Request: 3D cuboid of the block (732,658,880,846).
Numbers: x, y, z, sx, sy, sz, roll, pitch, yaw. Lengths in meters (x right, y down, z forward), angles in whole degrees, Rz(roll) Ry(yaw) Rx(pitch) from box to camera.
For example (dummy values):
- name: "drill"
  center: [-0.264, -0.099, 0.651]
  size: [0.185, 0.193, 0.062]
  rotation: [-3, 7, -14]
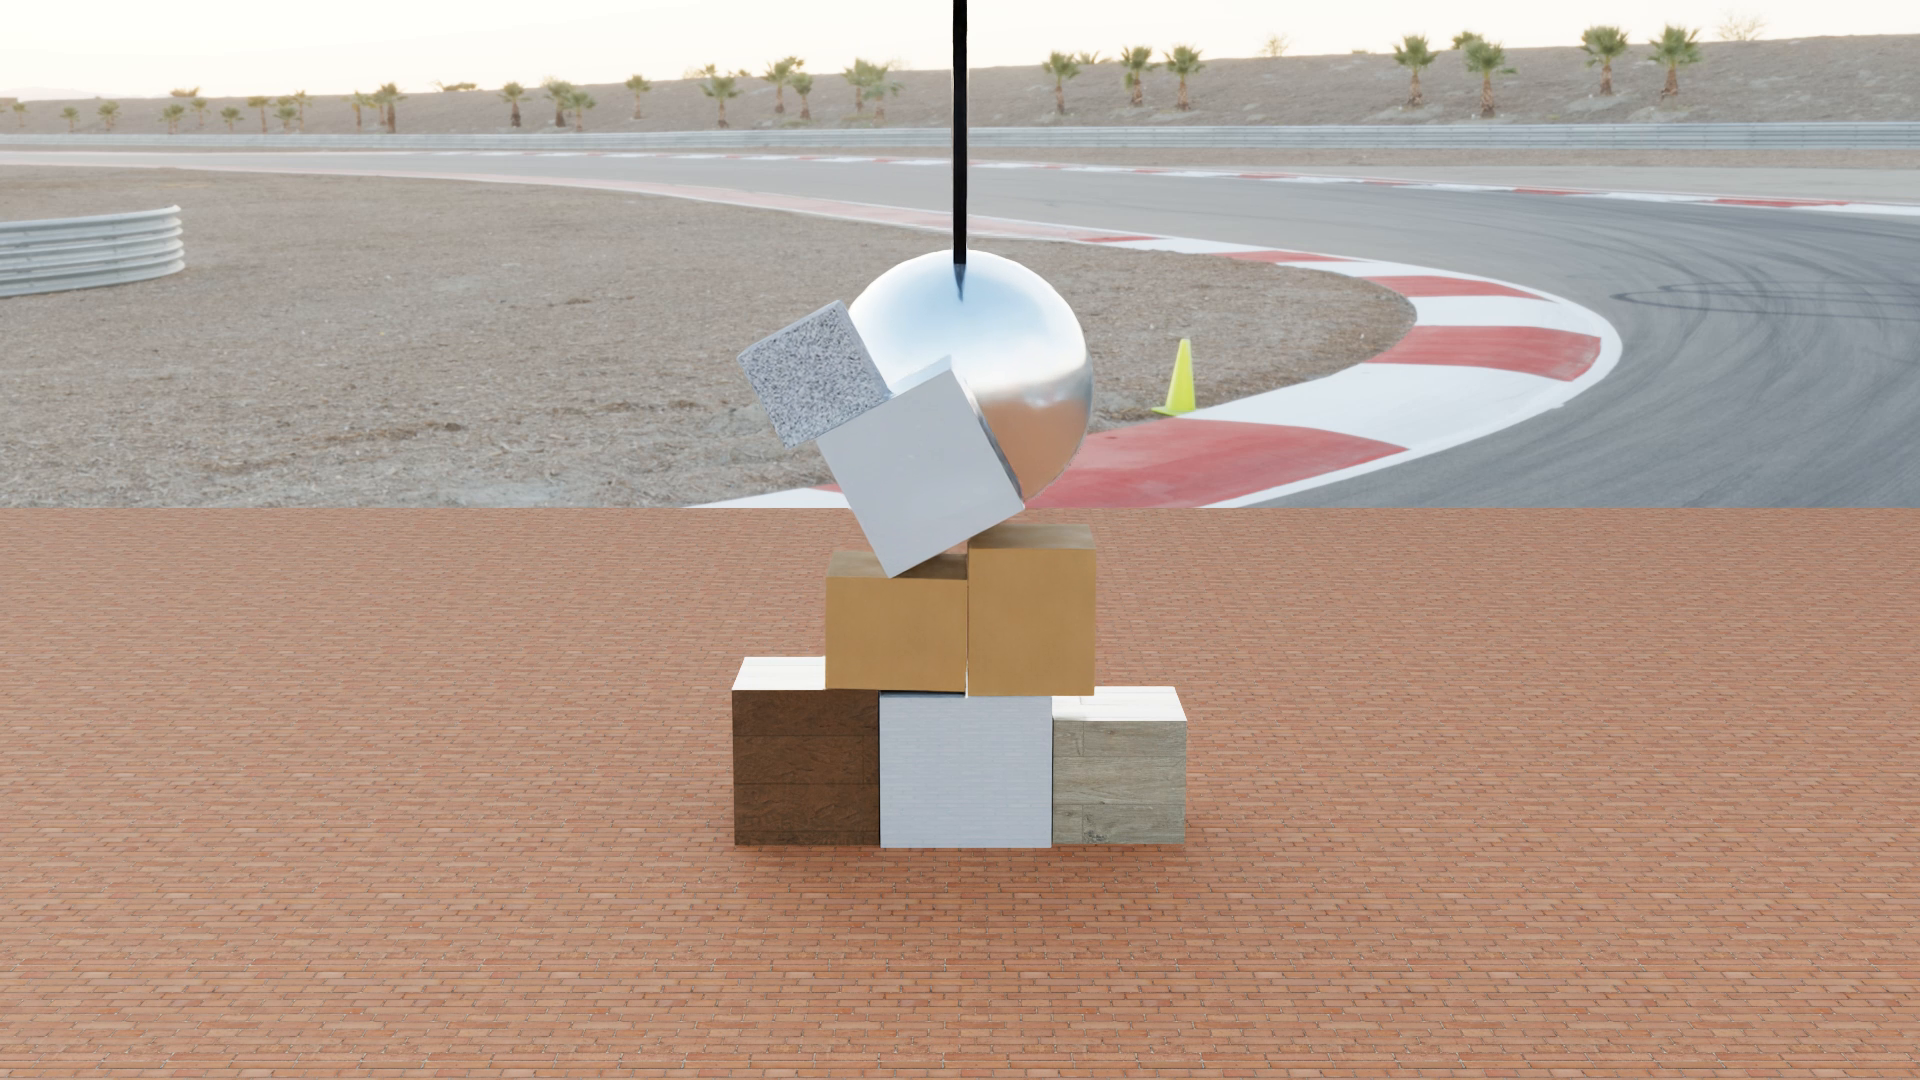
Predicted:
- name: "block"
  center: [-0.772, 1.080, 11.365]
  size: [0.728, 0.808, 0.702]
  rotation: [0, 10, 0]

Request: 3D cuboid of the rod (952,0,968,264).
- name: "rod"
  center: [0.000, -3.853, 11.393]
  size: [0.080, 5.200, 0.080]
  rotation: [0, 31, 0]

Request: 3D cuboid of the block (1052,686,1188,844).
- name: "block"
  center: [0.802, 1.158, 11.402]
  size: [0.668, 0.642, 0.693]
  rotation: [0, 10, 0]

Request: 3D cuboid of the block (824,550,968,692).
- name: "block"
  center: [-0.316, 0.406, 11.241]
  size: [0.701, 0.568, 0.694]
  rotation: [1, 10, 0]

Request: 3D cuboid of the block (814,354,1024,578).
- name: "block"
  center: [-0.196, -0.388, 11.102]
  size: [0.751, 0.783, 0.749]
  rotation: [-27, 9, 5]

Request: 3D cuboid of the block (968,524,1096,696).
- name: "block"
  center: [0.356, 0.347, 11.234]
  size: [0.631, 0.746, 0.704]
  rotation: [0, 10, 0]

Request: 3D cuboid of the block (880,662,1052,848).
- name: "block"
  center: [0.030, 1.096, 11.367]
  size: [0.857, 0.776, 0.774]
  rotation: [0, 10, 0]

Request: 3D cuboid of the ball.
- name: "ball"
  center: [0.000, -0.924, 13.121]
  size: [1.600, 1.600, 1.600]
  rotation: [0, 10, 0]

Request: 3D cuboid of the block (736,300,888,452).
- name: "block"
  center: [-0.731, -0.836, 11.025]
  size: [0.536, 0.516, 0.614]
  rotation: [-27, 9, 5]
